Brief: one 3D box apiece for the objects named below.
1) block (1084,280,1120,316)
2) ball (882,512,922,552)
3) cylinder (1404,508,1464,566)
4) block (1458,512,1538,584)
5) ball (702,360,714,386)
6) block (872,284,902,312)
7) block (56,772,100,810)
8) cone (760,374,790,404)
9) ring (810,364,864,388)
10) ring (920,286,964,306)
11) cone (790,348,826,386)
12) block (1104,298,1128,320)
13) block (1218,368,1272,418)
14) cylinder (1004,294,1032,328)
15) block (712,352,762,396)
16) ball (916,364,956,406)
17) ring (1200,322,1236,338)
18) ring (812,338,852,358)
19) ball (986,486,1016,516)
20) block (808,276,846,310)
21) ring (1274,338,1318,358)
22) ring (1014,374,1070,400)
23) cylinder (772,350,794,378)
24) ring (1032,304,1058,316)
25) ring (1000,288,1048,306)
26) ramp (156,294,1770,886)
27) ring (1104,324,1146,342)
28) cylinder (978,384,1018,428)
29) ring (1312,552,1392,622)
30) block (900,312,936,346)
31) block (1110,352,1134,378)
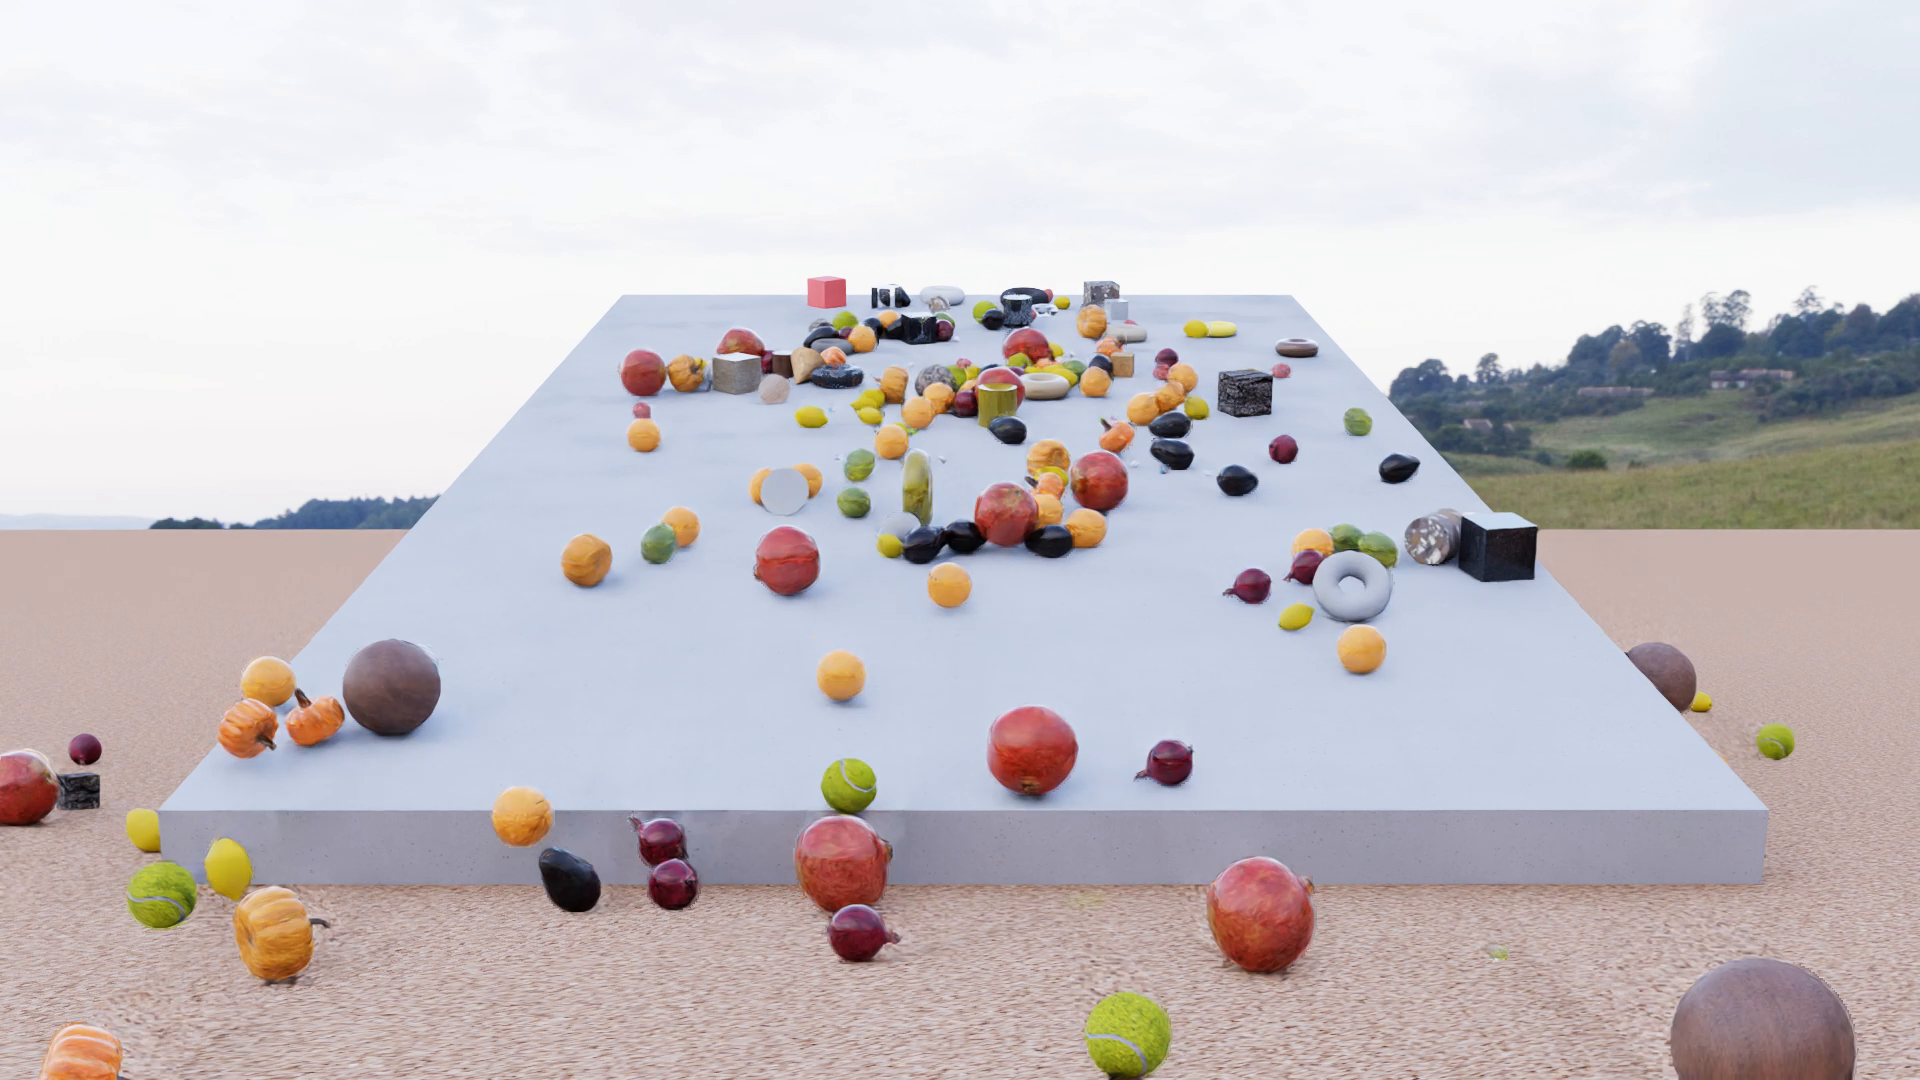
[{"bbox_3d":[0.402,-0.689,6.262,0.084,0.084,0.084,-3,16,-11],"label":"block"},{"bbox_3d":[-0.101,-0.015,3.858,0.070,0.070,0.070,0,0,0],"label":"ball"},{"bbox_3d":[0.826,-0.007,3.806,0.085,0.085,0.085,0,13,38],"label":"cylinder"},{"bbox_3d":[0.909,0.013,3.720,0.093,0.093,0.093,-4,16,-13],"label":"block"},{"bbox_3d":[-0.581,-0.400,5.251,0.066,0.066,0.066,0,0,0],"label":"ball"},{"bbox_3d":[-0.211,-0.697,6.327,0.064,0.064,0.064,9,18,29],"label":"block"},{"bbox_3d":[-1.402,0.400,3.497,0.053,0.053,0.053,0,1,-38],"label":"block"},{"bbox_3d":[-0.431,-0.339,5.095,0.072,0.072,0.072,0,-11,-7],"label":"cone"},{"bbox_3d":[-0.294,-0.393,5.273,0.129,0.043,0.129,-1,15,0],"label":"ring"},{"bbox_3d":[-0.052,-0.714,6.424,0.134,0.045,0.134,1,16,0],"label":"ring"},{"bbox_3d":[-0.380,-0.400,5.299,0.091,0.091,0.091,0,41,21],"label":"cone"},{"bbox_3d":[0.438,-0.647,6.172,0.051,0.051,0.051,-5,16,-19],"label":"block"},{"bbox_3d":[0.643,-0.332,4.967,0.089,0.089,0.089,-6,17,-22],"label":"block"},{"bbox_3d":[0.158,-0.630,6.059,0.078,0.078,0.078,0,16,0],"label":"cylinder"},{"bbox_3d":[-0.527,-0.393,5.201,0.081,0.081,0.081,14,21,42],"label":"block"},{"bbox_3d":[-0.055,-0.354,5.032,0.095,0.095,0.095,0,0,0],"label":"ball"},{"bbox_3d":[0.697,-0.568,5.923,0.098,0.033,0.098,-1,15,0],"label":"ring"},{"bbox_3d":[-0.329,-0.493,5.645,0.107,0.036,0.107,1,16,0],"label":"ring"},{"bbox_3d":[0.076,-0.072,4.095,0.055,0.055,0.055,0,0,0],"label":"ball"},{"bbox_3d":[-0.386,-0.718,6.370,0.080,0.080,0.080,-13,20,-40],"label":"block"},{"bbox_3d":[0.866,-0.495,5.652,0.113,0.038,0.113,1,15,0],"label":"ring"},{"bbox_3d":[0.190,-0.359,5.146,0.134,0.045,0.134,1,17,0],"label":"ring"},{"bbox_3d":[-0.429,-0.428,5.371,0.057,0.057,0.057,0,15,0],"label":"cylinder"},{"bbox_3d":[0.235,-0.651,6.230,0.083,0.028,0.083,-1,15,0],"label":"ring"},{"bbox_3d":[0.186,-0.697,6.359,0.141,0.047,0.141,0,19,0],"label":"ring"},{"bbox_3d":[-0.002,-0.152,4.669,2.000,0.100,4.000,0,16,0],"label":"ramp"},{"bbox_3d":[0.440,-0.548,5.845,0.112,0.037,0.112,1,15,0],"label":"ring"},{"bbox_3d":[0.083,-0.295,4.841,0.085,0.085,0.085,0,16,0],"label":"cylinder"},{"bbox_3d":[0.623,0.074,3.494,0.125,0.125,0.042,0,-32,1],"label":"ring"},{"bbox_3d":[-0.110,-0.559,5.814,0.073,0.073,0.073,-6,17,-20],"label":"block"},{"bbox_3d":[0.398,-0.429,5.386,0.052,0.052,0.052,3,16,11],"label":"block"}]
